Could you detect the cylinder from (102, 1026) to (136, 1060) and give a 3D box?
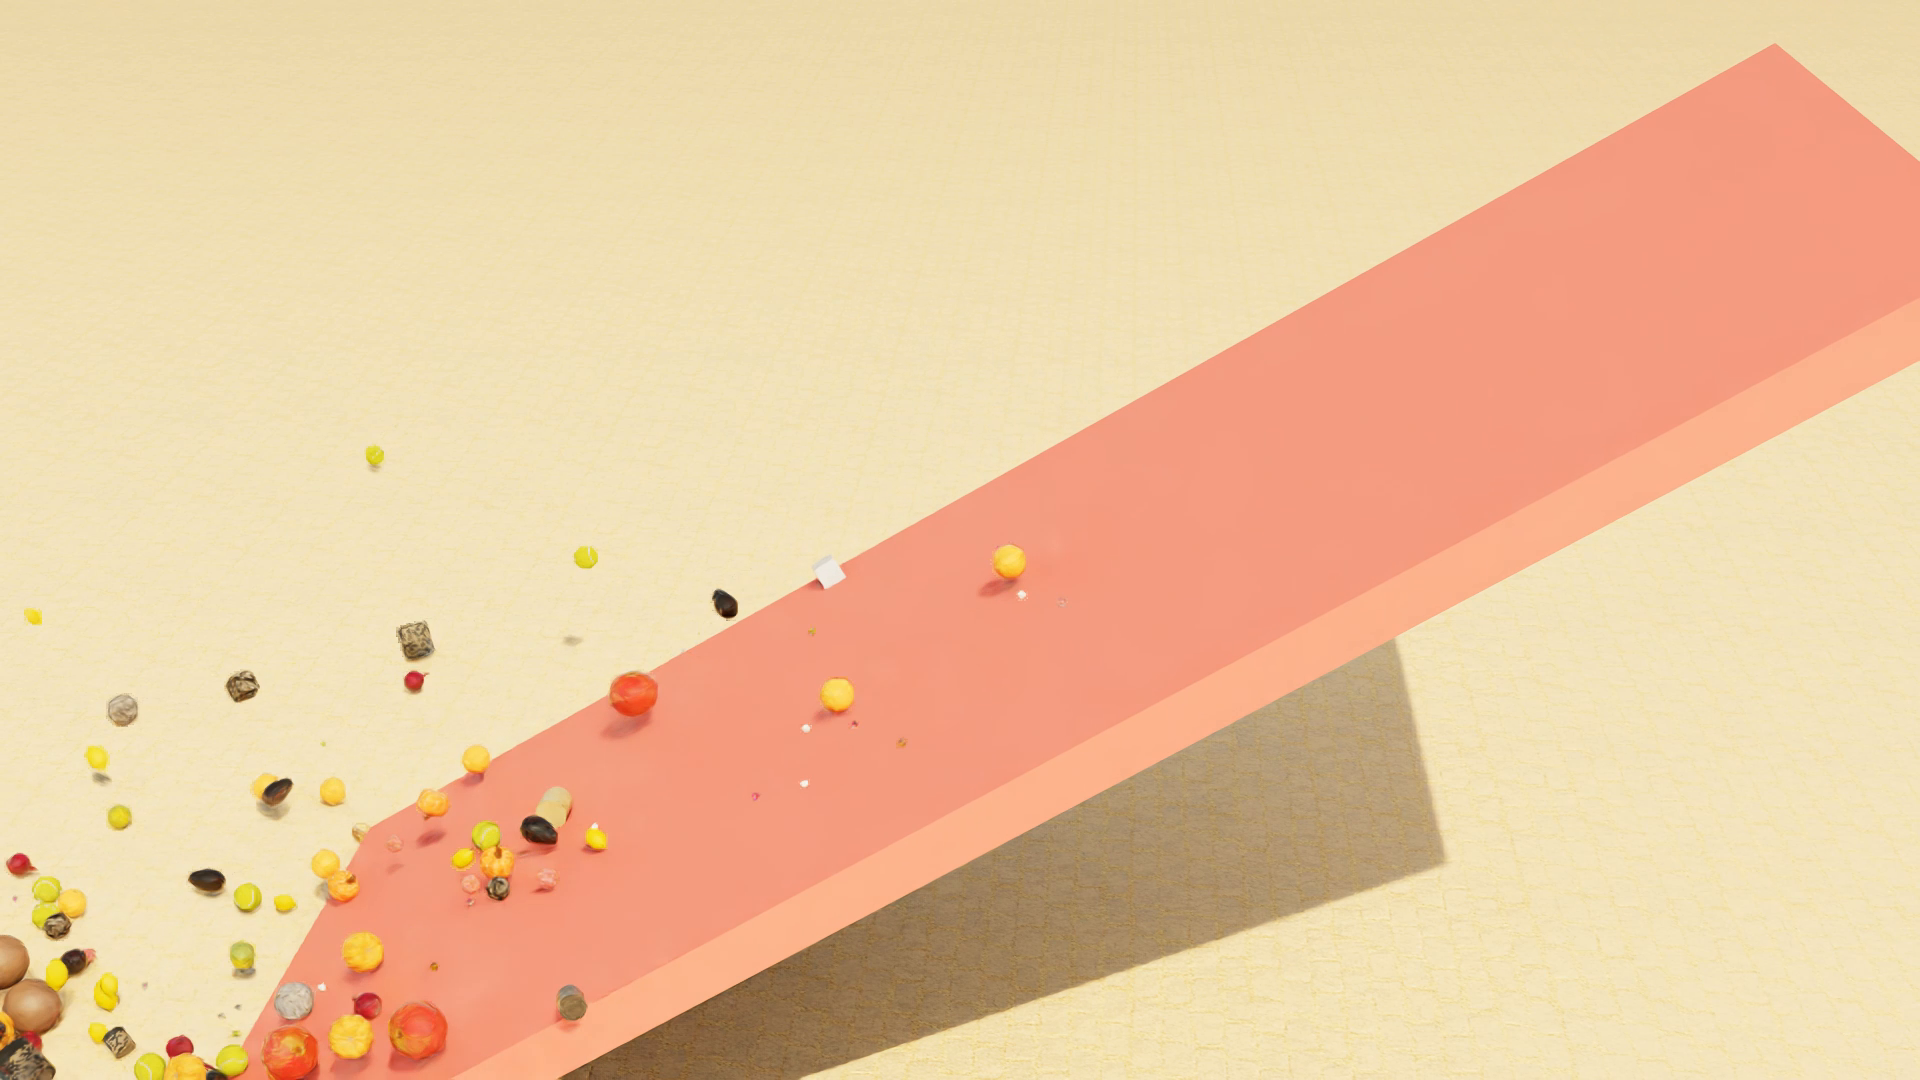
[{"bbox_3d":[-1.906,1.139,6.668,0.053,0.053,0.053,47,39,17],"label":"cylinder"}]

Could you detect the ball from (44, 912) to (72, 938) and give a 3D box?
[{"bbox_3d":[-2.217,0.948,7.228,0.063,0.063,0.063,0,19,0],"label":"ball"}]

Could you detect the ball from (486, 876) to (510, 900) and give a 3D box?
[{"bbox_3d":[-1.007,0.761,6.419,0.052,0.052,0.052,0,19,0],"label":"ball"}]

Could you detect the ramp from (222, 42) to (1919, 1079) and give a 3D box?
[{"bbox_3d":[0.142,0.168,6.287,4.000,0.100,2.000,-29,15,12],"label":"ramp"}]

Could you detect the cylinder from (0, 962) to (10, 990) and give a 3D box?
[{"bbox_3d":[-2.301,1.031,6.999,0.062,0.062,0.062,-14,23,-35],"label":"cylinder"}]

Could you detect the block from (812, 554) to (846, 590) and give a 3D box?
[{"bbox_3d":[-0.323,0.077,7.224,0.058,0.058,0.058,-33,15,-2],"label":"block"}]

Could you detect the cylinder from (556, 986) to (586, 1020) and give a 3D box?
[{"bbox_3d":[-0.725,0.863,5.482,0.052,0.052,0.052,-5,11,-13],"label":"cylinder"}]

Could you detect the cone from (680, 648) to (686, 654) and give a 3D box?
[{"bbox_3d":[-0.686,0.337,7.598,0.092,0.092,0.092,22,15,-13],"label":"cone"}]

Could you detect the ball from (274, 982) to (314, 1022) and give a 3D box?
[{"bbox_3d":[-1.464,1.015,6.467,0.087,0.087,0.087,0,19,0],"label":"ball"}]

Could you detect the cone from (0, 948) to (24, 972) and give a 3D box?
[{"bbox_3d":[-2.281,1.021,7.085,0.057,0.057,0.057,-7,47,-20],"label":"cone"}]

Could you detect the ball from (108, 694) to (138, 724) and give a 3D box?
[{"bbox_3d":[-2.424,0.491,8.518,0.088,0.088,0.088,0,19,0],"label":"ball"}]

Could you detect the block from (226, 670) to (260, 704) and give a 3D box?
[{"bbox_3d":[-2.117,0.432,8.682,0.064,0.064,0.064,-18,68,-40],"label":"block"}]

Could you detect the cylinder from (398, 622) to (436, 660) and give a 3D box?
[{"bbox_3d":[-1.662,0.307,8.994,0.092,0.092,0.092,-17,-3,-1],"label":"cylinder"}]

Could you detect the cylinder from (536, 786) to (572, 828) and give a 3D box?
[{"bbox_3d":[-0.924,0.610,6.698,0.072,0.072,0.072,2,21,4],"label":"cylinder"}]

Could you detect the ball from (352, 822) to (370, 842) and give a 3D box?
[{"bbox_3d":[-1.580,0.772,7.765,0.052,0.052,0.052,0,19,0],"label":"ball"}]

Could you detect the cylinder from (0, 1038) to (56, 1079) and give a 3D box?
[{"bbox_3d":[-2.065,1.166,6.489,0.097,0.097,0.097,39,33,15],"label":"cylinder"}]
